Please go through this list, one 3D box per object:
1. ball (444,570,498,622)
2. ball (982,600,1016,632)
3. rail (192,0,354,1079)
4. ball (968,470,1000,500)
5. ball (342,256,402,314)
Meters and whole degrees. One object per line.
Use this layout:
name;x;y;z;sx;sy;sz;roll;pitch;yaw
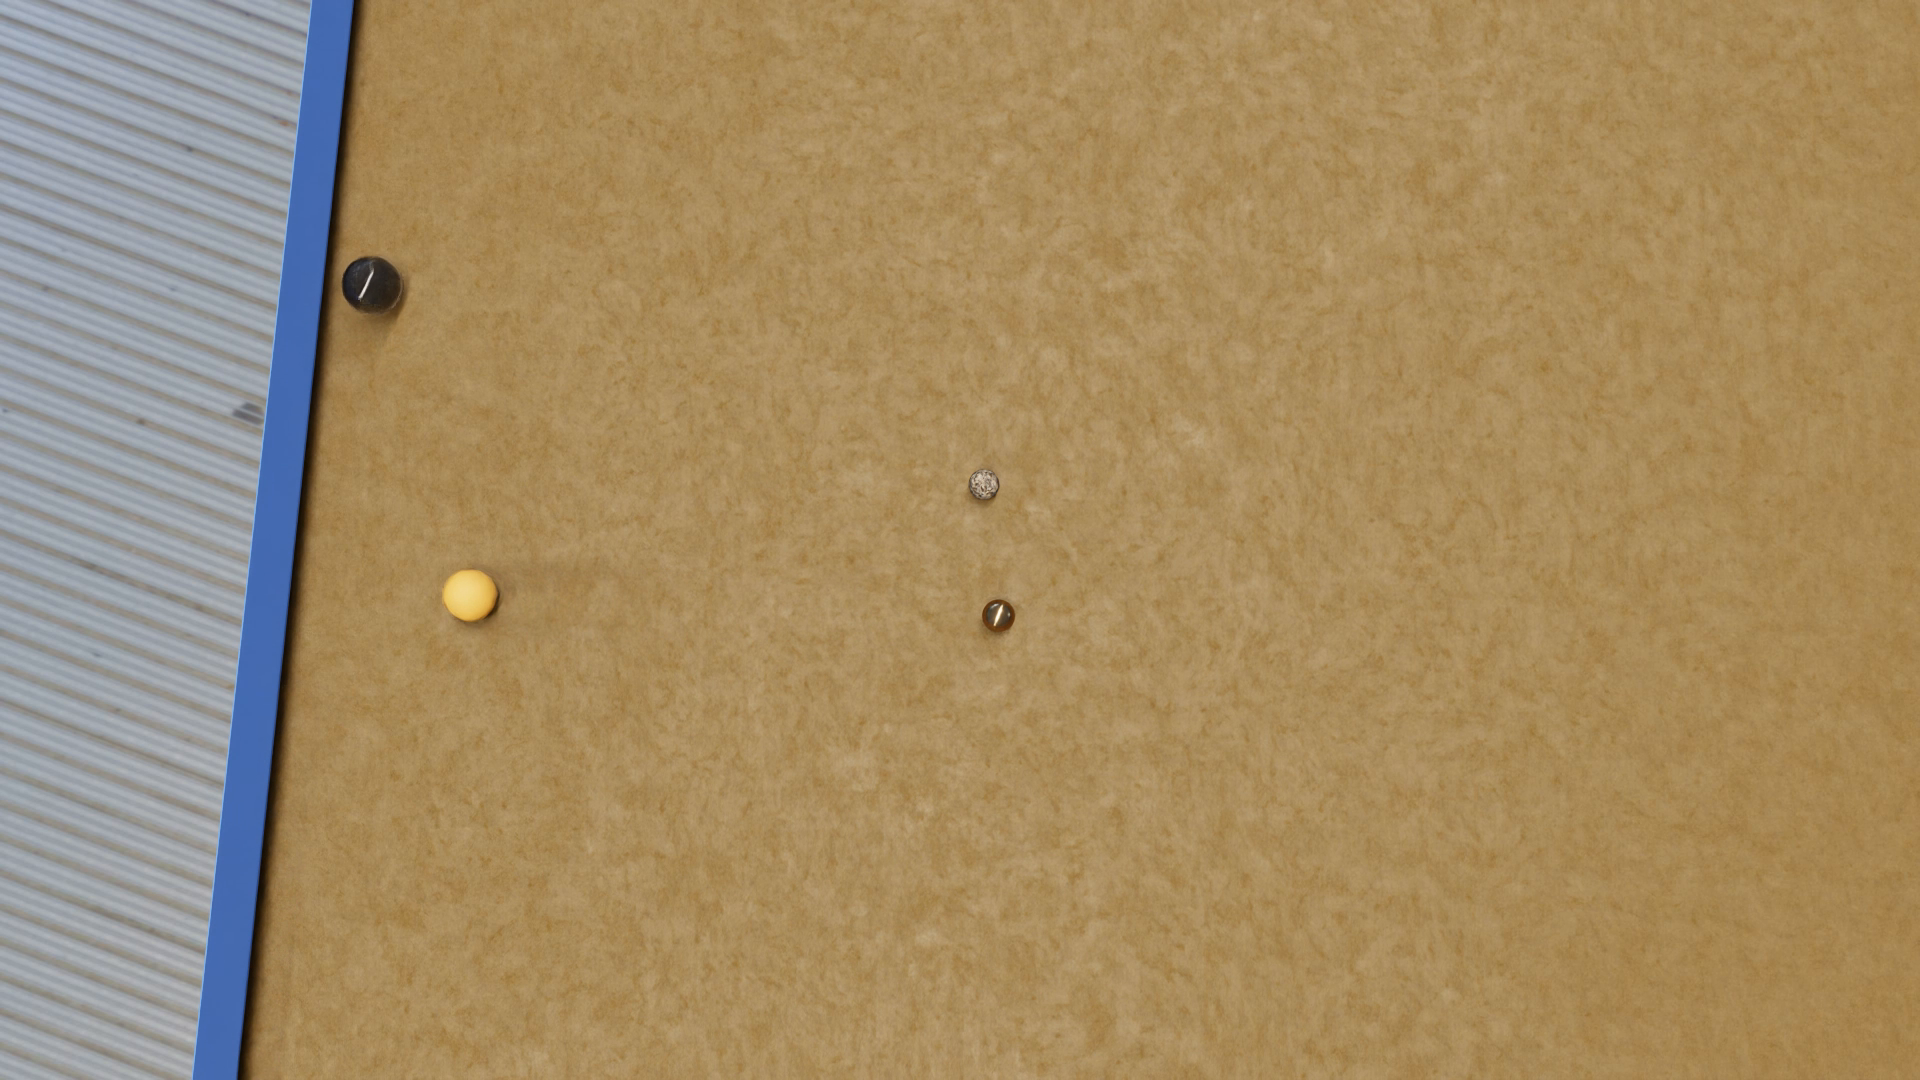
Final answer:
ball;-0.724;0.082;3.252;0.077;0.077;0.077;0;82;0
ball;0.057;0.112;3.261;0.049;0.049;0.049;0;82;0
rail;-0.999;-0.067;3.253;0.045;0.114;2.162;4;82;1
ball;0.036;-0.083;3.291;0.046;0.046;0.046;0;82;0
ball;-0.886;-0.384;3.313;0.088;0.088;0.088;0;82;0
